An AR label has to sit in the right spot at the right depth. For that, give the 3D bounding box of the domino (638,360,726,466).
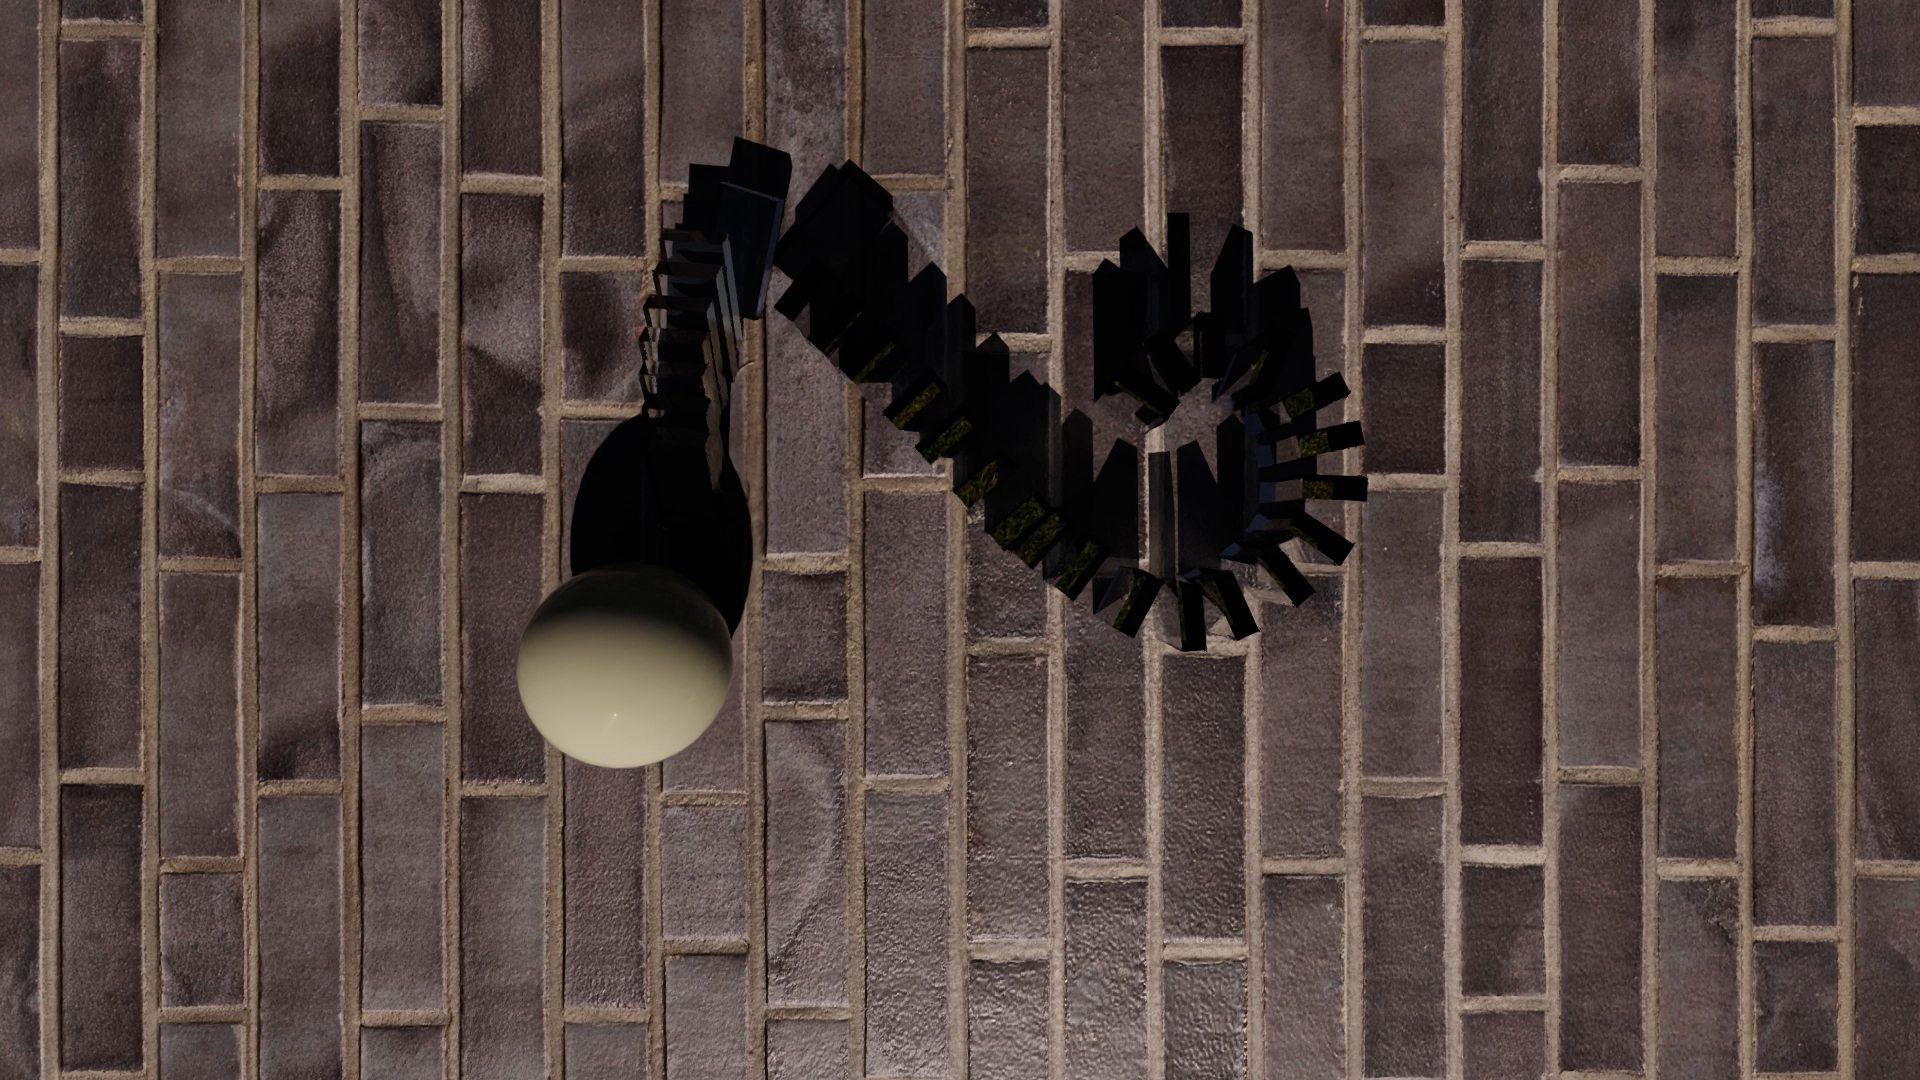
[{"bbox_3d":[-0.114,-0.050,0.379,0.025,0.050,0.009,4,47,0],"label":"domino"}]

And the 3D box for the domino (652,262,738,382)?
[{"bbox_3d":[-0.108,-0.089,0.379,0.025,0.050,0.009,4,46,0],"label":"domino"}]

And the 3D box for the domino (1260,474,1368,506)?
[{"bbox_3d":[0.143,-0.020,0.375,0.025,0.050,0.009,2,90,0],"label":"domino"}]

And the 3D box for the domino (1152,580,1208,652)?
[{"bbox_3d":[0.089,0.030,0.375,0.010,0.050,0.025,-5,90,0],"label":"domino"}]

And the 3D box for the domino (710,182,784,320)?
[{"bbox_3d":[-0.092,-0.121,0.386,0.025,0.009,0.050,17,113,0],"label":"domino"}]

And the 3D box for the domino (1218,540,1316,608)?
[{"bbox_3d":[0.124,0.013,0.375,0.009,0.050,0.025,-40,90,0],"label":"domino"}]

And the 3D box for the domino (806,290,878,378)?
[{"bbox_3d":[-0.047,-0.083,0.375,0.009,0.050,0.025,42,90,0],"label":"domino"}]

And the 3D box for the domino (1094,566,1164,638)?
[{"bbox_3d":[0.068,0.024,0.375,0.010,0.050,0.025,28,90,0],"label":"domino"}]

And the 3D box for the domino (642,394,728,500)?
[{"bbox_3d":[-0.113,-0.037,0.379,0.025,0.050,0.009,5,47,0],"label":"domino"}]

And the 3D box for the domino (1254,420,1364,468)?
[{"bbox_3d":[0.142,-0.039,0.375,0.025,0.050,0.009,-12,90,0],"label":"domino"}]

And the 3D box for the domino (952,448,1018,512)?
[{"bbox_3d":[0.010,-0.023,0.375,0.025,0.050,0.010,-41,90,0],"label":"domino"}]

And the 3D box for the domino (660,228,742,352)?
[{"bbox_3d":[-0.106,-0.102,0.379,0.025,0.050,0.009,4,46,0],"label":"domino"}]

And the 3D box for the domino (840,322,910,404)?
[{"bbox_3d":[-0.034,-0.071,0.375,0.009,0.050,0.025,45,90,0],"label":"domino"}]

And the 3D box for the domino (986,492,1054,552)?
[{"bbox_3d":[0.023,-0.007,0.375,0.025,0.050,0.009,-39,90,0],"label":"domino"}]

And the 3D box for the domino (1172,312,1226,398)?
[{"bbox_3d":[0.096,-0.075,0.375,0.009,0.050,0.025,-1,90,0],"label":"domino"}]

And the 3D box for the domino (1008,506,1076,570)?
[{"bbox_3d":[0.033,-0.001,0.375,0.010,0.050,0.025,43,90,0],"label":"domino"}]

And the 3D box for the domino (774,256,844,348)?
[{"bbox_3d":[-0.060,-0.096,0.375,0.009,0.050,0.025,38,90,0],"label":"domino"}]

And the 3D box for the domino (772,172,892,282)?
[{"bbox_3d":[-0.055,-0.130,0.395,0.025,0.009,0.050,40,90,0],"label":"domino"}]

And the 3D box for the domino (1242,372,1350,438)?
[{"bbox_3d":[0.136,-0.055,0.375,0.025,0.050,0.010,-27,90,0],"label":"domino"}]

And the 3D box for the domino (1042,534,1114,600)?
[{"bbox_3d":[0.047,0.011,0.375,0.009,0.050,0.025,37,90,0],"label":"domino"}]

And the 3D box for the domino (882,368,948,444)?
[{"bbox_3d":[-0.017,-0.054,0.375,0.025,0.050,0.010,-43,90,0],"label":"domino"}]

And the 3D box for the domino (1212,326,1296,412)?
[{"bbox_3d":[0.119,-0.069,0.375,0.009,0.050,0.025,23,90,0],"label":"domino"}]

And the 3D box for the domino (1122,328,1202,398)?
[{"bbox_3d":[0.081,-0.068,0.375,0.009,0.050,0.025,-35,90,0],"label":"domino"}]

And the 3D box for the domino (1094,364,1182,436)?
[{"bbox_3d":[0.072,-0.056,0.375,0.025,0.050,0.010,35,90,0],"label":"domino"}]

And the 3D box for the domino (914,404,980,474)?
[{"bbox_3d":[-0.005,-0.040,0.375,0.025,0.050,0.010,-41,90,0],"label":"domino"}]

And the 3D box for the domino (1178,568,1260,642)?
[{"bbox_3d":[0.105,0.025,0.375,0.010,0.050,0.025,-24,90,0],"label":"domino"}]

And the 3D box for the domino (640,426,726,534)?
[{"bbox_3d":[-0.113,-0.024,0.379,0.025,0.050,0.010,5,47,0],"label":"domino"}]

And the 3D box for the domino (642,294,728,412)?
[{"bbox_3d":[-0.112,-0.076,0.379,0.025,0.050,0.010,4,47,0],"label":"domino"}]

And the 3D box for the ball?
[{"bbox_3d":[-0.130,0.048,0.360,0.080,0.080,0.080,0,90,0],"label":"ball"}]

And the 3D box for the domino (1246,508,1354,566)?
[{"bbox_3d":[0.138,-0.001,0.375,0.025,0.050,0.009,34,90,0],"label":"domino"}]

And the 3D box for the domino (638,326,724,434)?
[{"bbox_3d":[-0.114,-0.063,0.379,0.025,0.050,0.010,4,47,0],"label":"domino"}]
